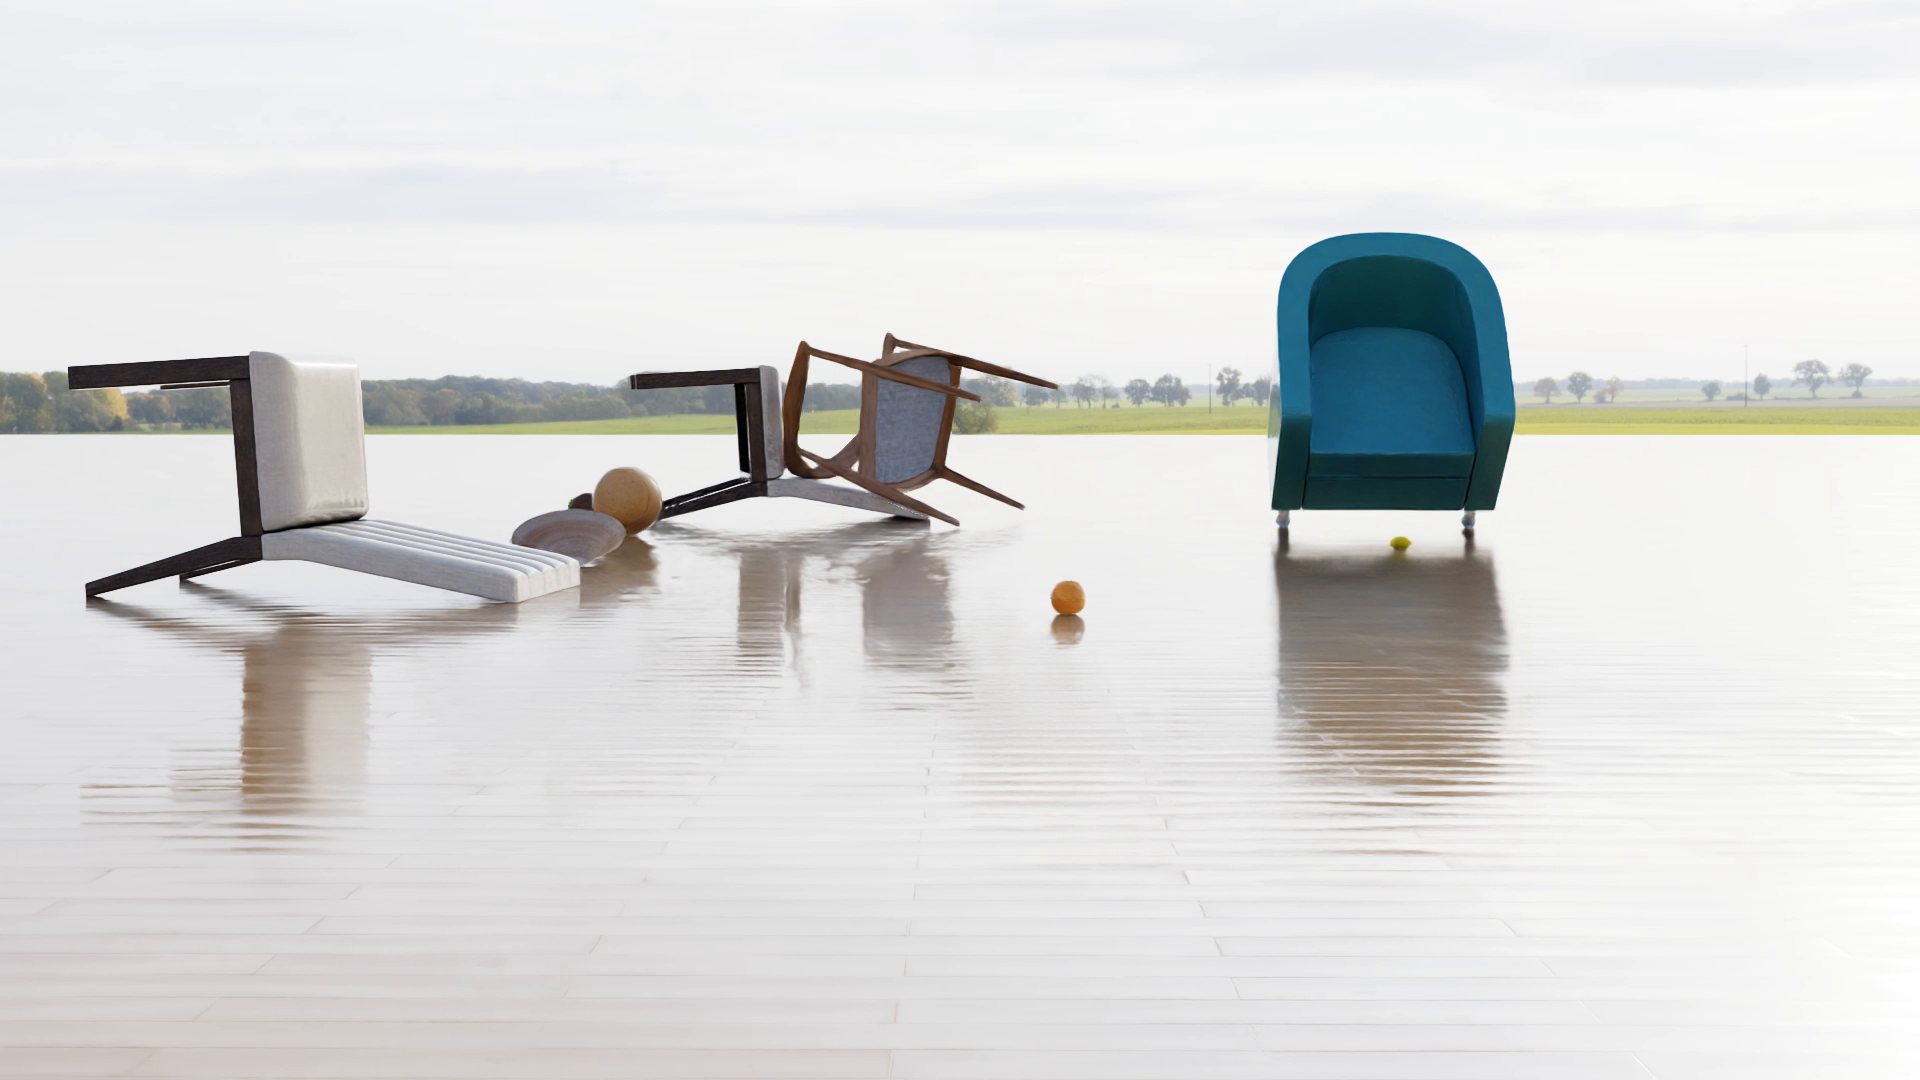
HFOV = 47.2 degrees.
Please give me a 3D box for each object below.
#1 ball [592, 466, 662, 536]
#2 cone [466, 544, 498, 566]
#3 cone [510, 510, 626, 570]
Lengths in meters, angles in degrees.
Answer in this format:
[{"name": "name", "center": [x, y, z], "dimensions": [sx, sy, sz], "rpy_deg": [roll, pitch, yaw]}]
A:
[{"name": "ball", "center": [-1.022, -0.122, 6.753], "dimensions": [0.214, 0.214, 0.214], "rpy_deg": [0, 4, 0]}, {"name": "cone", "center": [-1.218, 0.052, 5.577], "dimensions": [0.078, 0.052, 0.079], "rpy_deg": [-23, -22, -15]}, {"name": "cone", "center": [-0.976, 0.033, 5.533], "dimensions": [0.290, 0.161, 0.163], "rpy_deg": [-4, 31, -15]}]
